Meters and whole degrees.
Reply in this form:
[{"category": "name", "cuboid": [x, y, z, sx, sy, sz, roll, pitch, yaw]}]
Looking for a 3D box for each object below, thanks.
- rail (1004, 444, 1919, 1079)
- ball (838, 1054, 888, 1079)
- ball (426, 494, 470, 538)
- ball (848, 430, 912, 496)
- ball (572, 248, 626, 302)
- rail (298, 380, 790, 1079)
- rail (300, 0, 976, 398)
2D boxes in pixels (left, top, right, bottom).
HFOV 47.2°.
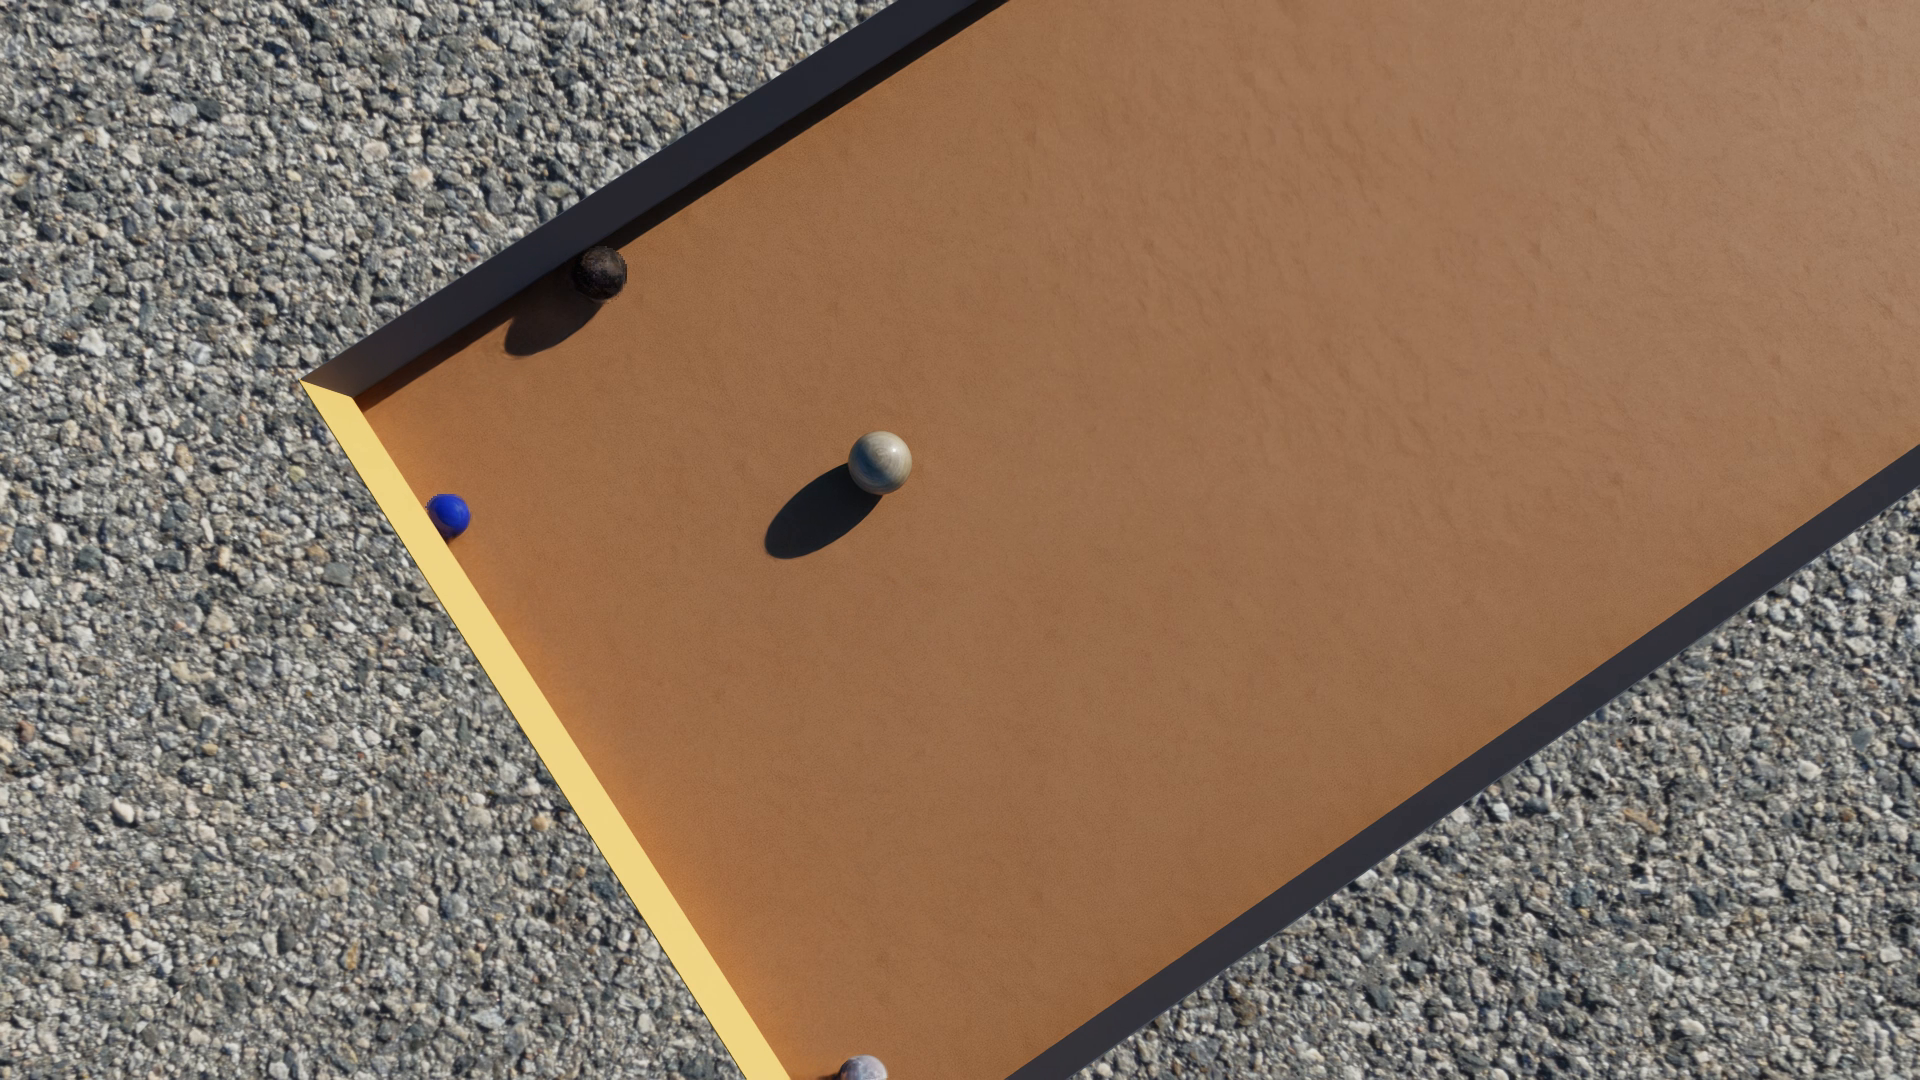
[{"category": "rail", "cuboid": [0.960, 0.196, 3.219, 2.729, 0.126, 0.045, -34, 82, -5]}, {"category": "ball", "cuboid": [-0.139, 0.773, 3.148, 0.071, 0.071, 0.071, 0, 80, 0]}, {"category": "ball", "cuboid": [-0.766, -0.035, 3.290, 0.066, 0.066, 0.066, 0, 80, 0]}, {"category": "ball", "cuboid": [-0.120, -0.115, 3.288, 0.097, 0.097, 0.097, 0, 80, 0]}, {"category": "ball", "cuboid": [-0.550, -0.404, 3.346, 0.082, 0.082, 0.082, 0, 80, 0]}, {"category": "rail", "cuboid": [-0.546, 0.358, 3.191, 0.045, 0.126, 1.459, -34, 82, -5]}, {"category": "rail", "cuboid": [0.171, -0.957, 3.418, 2.729, 0.126, 0.045, -34, 82, -5]}]
